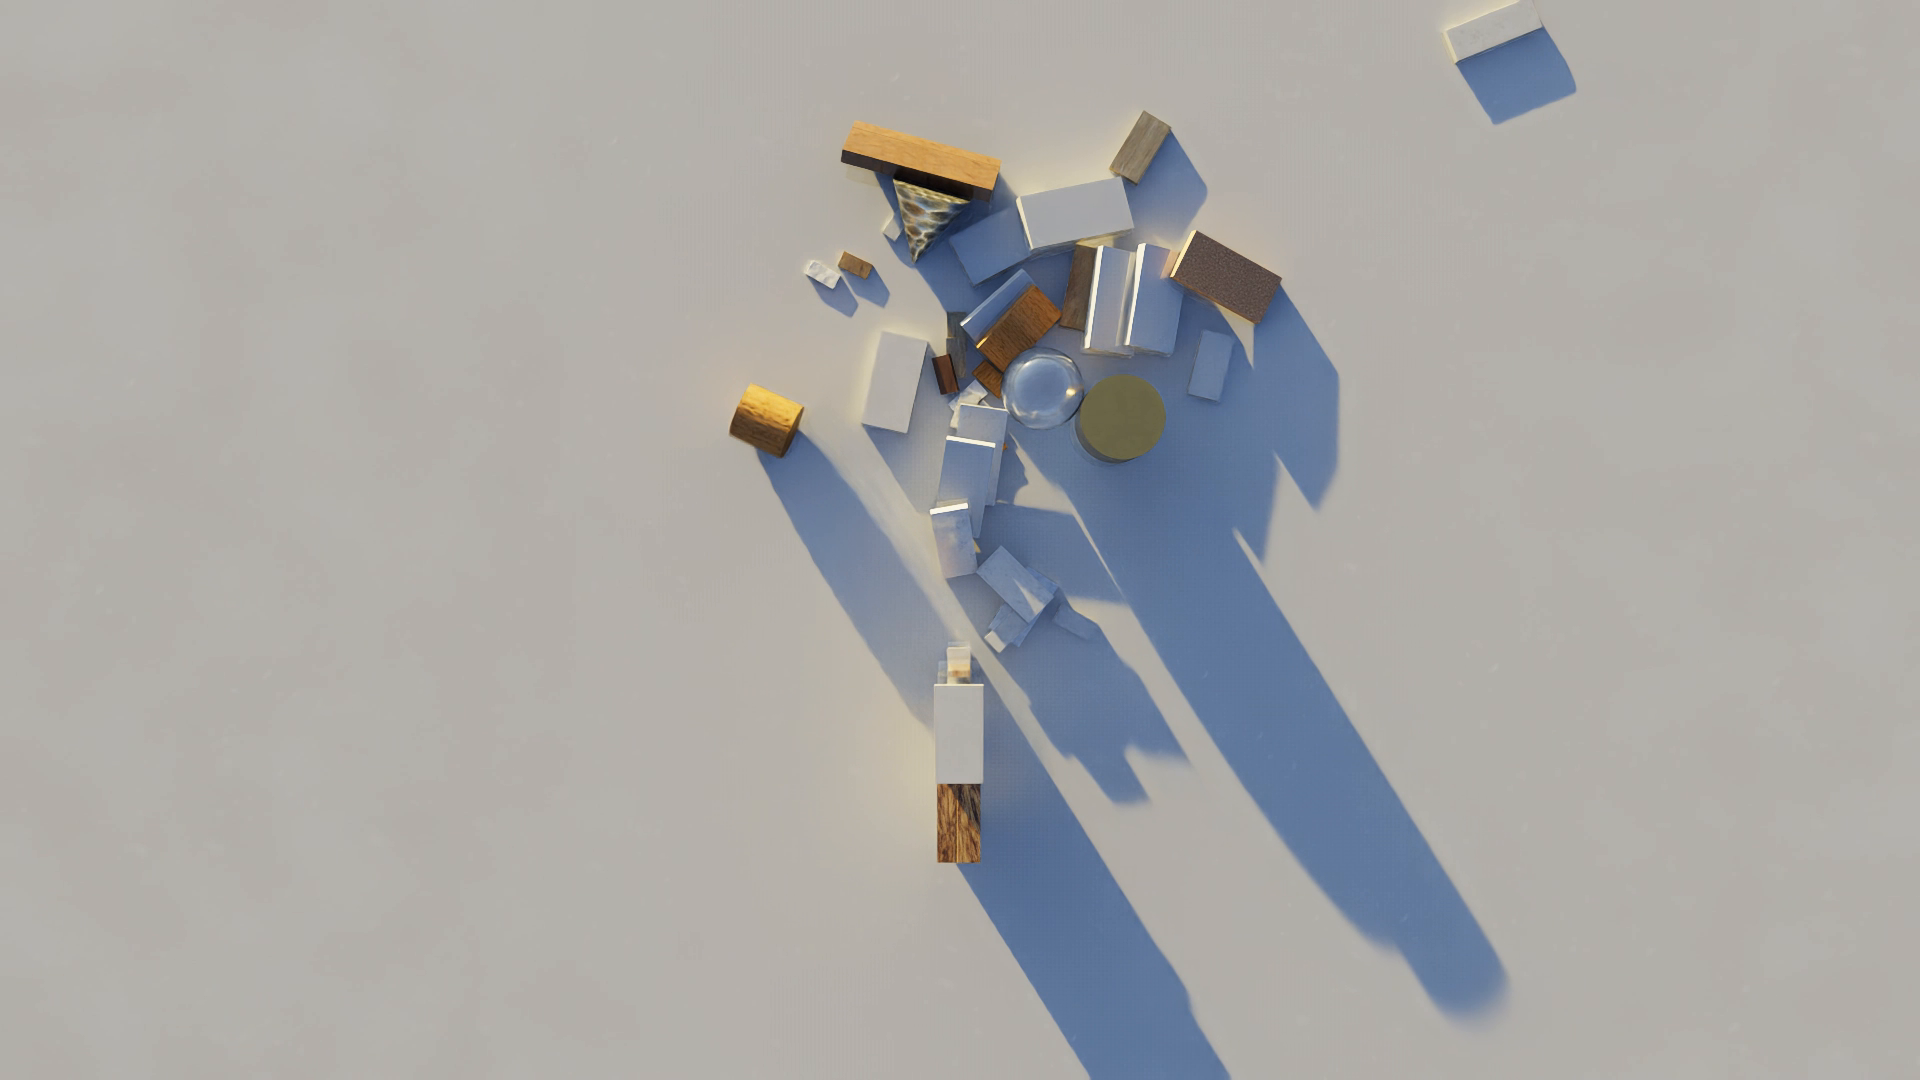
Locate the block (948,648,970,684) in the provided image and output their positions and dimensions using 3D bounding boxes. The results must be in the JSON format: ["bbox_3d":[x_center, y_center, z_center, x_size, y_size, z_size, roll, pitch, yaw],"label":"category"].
[{"bbox_3d":[-0.003,0.424,5.339,0.075,0.021,0.150,0,90,0],"label":"block"}]

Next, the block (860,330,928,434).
[{"bbox_3d":[-0.218,-0.524,5.478,0.158,0.045,0.316,13,90,0],"label":"block"}]

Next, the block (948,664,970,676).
[{"bbox_3d":[-0.002,0.412,5.207,0.068,0.242,0.019,-1,90,0],"label":"block"}]

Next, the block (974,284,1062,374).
[{"bbox_3d":[0.194,-0.695,5.446,0.277,0.039,0.137,-46,117,2],"label":"block"}]

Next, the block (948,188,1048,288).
[{"bbox_3d":[0.161,-1.002,5.475,0.355,0.050,0.178,-28,90,0],"label":"block"}]

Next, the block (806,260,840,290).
[{"bbox_3d":[-0.455,-0.883,5.493,0.105,0.015,0.053,29,90,0],"label":"block"}]

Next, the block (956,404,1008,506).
[{"bbox_3d":[0.059,-0.283,5.453,0.158,0.045,0.316,8,99,0],"label":"block"}]

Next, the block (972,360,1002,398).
[{"bbox_3d":[0.106,-0.536,5.491,0.125,0.018,0.063,43,90,0],"label":"block"}]

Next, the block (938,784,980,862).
[{"bbox_3d":[-0.004,0.879,5.207,0.137,0.039,0.274,0,90,0],"label":"block"}]

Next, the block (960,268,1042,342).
[{"bbox_3d":[0.146,-0.753,5.453,0.274,0.039,0.137,-41,115,0],"label":"block"}]

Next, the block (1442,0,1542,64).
[{"bbox_3d":[1.771,-1.696,5.484,0.303,0.031,0.110,-22,90,0],"label":"block"}]

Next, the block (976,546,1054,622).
[{"bbox_3d":[0.181,0.146,5.447,0.243,0.034,0.122,44,90,-1],"label":"block"}]

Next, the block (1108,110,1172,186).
[{"bbox_3d":[0.599,-1.303,5.484,0.110,0.031,0.220,31,90,0],"label":"block"}]

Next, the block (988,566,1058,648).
[{"bbox_3d":[0.210,0.221,5.483,0.122,0.034,0.243,33,90,0],"label":"block"}]

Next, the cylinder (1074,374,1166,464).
[{"bbox_3d":[0.518,-0.391,5.365,0.271,0.271,0.271,0,90,0],"label":"cylinder"}]

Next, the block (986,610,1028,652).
[{"bbox_3d":[0.155,0.303,5.456,0.136,0.019,0.068,-43,90,0],"label":"block"}]

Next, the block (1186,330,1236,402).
[{"bbox_3d":[0.835,-0.579,5.484,0.110,0.031,0.220,14,90,0],"label":"block"}]

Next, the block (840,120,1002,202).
[{"bbox_3d":[-0.125,-1.245,5.421,0.503,0.050,0.178,15,47,0],"label":"block"}]

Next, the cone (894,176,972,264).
[{"bbox_3d":[-0.122,-1.033,5.440,0.269,0.269,0.269,16,117,0],"label":"cone"}]

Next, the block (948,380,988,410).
[{"bbox_3d":[0.026,-0.469,5.491,0.125,0.018,0.063,-42,90,0],"label":"block"}]

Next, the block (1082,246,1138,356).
[{"bbox_3d":[0.512,-0.787,5.443,0.168,0.048,0.336,7,91,-23],"label":"block"}]

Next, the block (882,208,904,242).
[{"bbox_3d":[-0.208,-1.052,5.493,0.053,0.015,0.105,34,90,0],"label":"block"}]

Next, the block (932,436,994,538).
[{"bbox_3d":[0.011,-0.173,5.418,0.158,0.045,0.316,9,108,0],"label":"block"}]

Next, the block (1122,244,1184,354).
[{"bbox_3d":[0.647,-0.794,5.446,0.168,0.048,0.336,9,90,-22],"label":"block"}]

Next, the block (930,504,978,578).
[{"bbox_3d":[-0.018,0.004,5.429,0.122,0.034,0.243,-10,117,0],"label":"block"}]

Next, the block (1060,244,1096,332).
[{"bbox_3d":[0.425,-0.832,5.481,0.137,0.039,0.274,12,90,0],"label":"block"}]

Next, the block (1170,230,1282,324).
[{"bbox_3d":[0.878,-0.866,5.443,0.336,0.048,0.168,26,90,-12],"label":"block"}]

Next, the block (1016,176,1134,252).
[{"bbox_3d":[0.380,-1.073,5.435,0.356,0.050,0.178,-14,87,-12],"label":"block"}]

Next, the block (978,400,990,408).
[{"bbox_3d":[0.057,-0.398,5.491,0.063,0.018,0.127,42,90,0],"label":"block"}]

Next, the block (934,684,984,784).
[{"bbox_3d":[-0.003,0.588,5.010,0.148,0.042,0.297,0,90,0],"label":"block"}]

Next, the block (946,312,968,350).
[{"bbox_3d":[-0.010,-0.695,5.491,0.065,0.018,0.130,-1,90,0],"label":"block"}]

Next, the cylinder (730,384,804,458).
[{"bbox_3d":[-0.633,-0.392,5.408,0.184,0.184,0.184,24,90,0],"label":"cylinder"}]

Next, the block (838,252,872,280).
[{"bbox_3d":[-0.349,-0.914,5.493,0.105,0.015,0.053,26,90,0],"label":"block"}]

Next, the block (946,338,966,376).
[{"bbox_3d":[-0.013,-0.607,5.477,0.065,0.018,0.130,-1,102,0],"label":"block"}]

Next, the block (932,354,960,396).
[{"bbox_3d":[-0.048,-0.550,5.472,0.063,0.018,0.125,-11,97,24],"label":"block"}]

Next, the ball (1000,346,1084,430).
[{"bbox_3d":[0.267,-0.493,5.365,0.271,0.271,0.271,0,90,0],"label":"ball"}]

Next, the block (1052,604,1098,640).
[{"bbox_3d":[0.383,0.274,5.490,0.136,0.019,0.068,30,90,0],"label":"block"}]

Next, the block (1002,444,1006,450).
[{"bbox_3d":[0.087,-0.303,5.491,0.127,0.018,0.063,-29,90,0],"label":"block"}]

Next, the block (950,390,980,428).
[{"bbox_3d":[0.017,-0.429,5.473,0.063,0.018,0.127,19,90,0],"label":"block"}]
